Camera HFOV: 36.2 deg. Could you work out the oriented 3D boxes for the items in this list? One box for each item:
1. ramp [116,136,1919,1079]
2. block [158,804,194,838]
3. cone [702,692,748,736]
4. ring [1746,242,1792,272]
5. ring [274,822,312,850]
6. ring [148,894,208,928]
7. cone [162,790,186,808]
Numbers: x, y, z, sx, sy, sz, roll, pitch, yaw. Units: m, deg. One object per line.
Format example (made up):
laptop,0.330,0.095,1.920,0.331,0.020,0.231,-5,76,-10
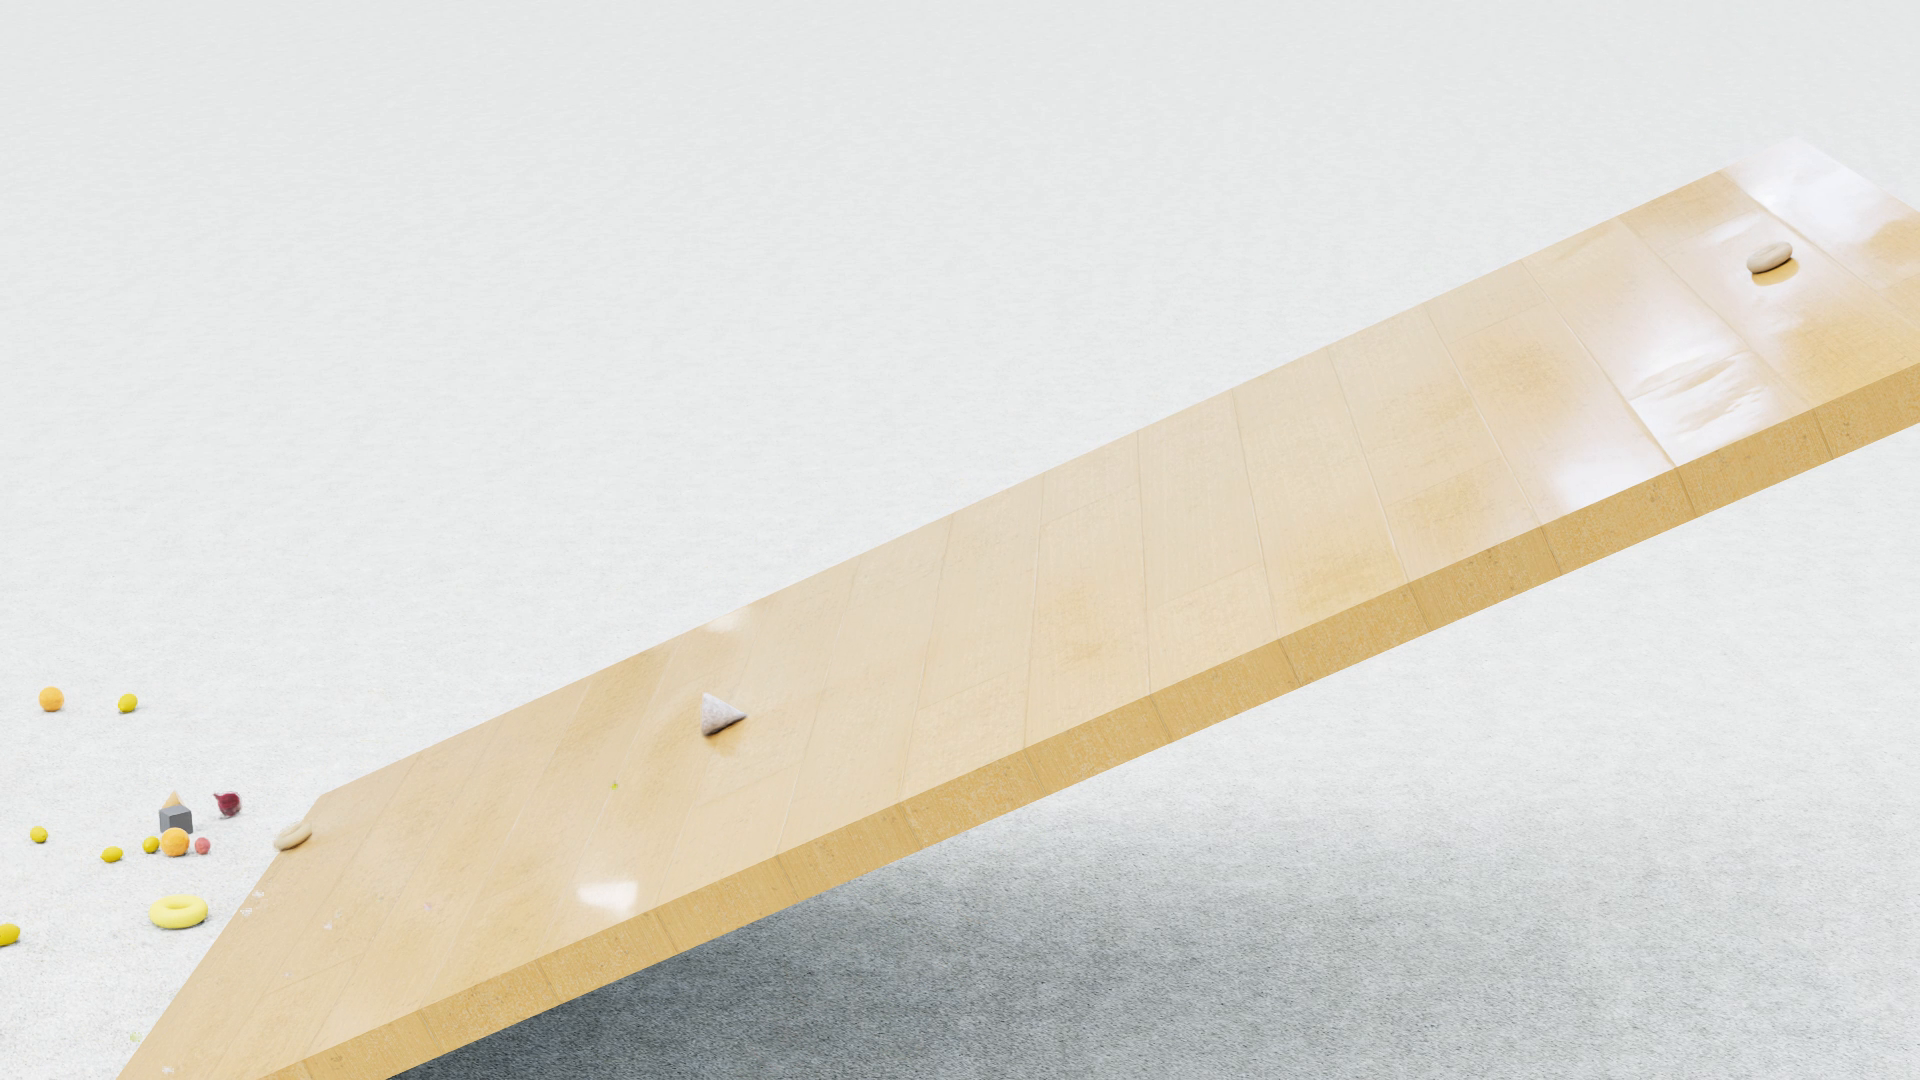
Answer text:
ramp,0.136,0.169,6.282,4.000,0.100,2.000,-24,13,9
block,-2.009,0.721,7.537,0.062,0.062,0.062,-13,20,-38
cone,-0.505,0.379,6.366,0.096,0.096,0.096,2,16,2
ring,1.651,-0.577,5.998,0.098,0.033,0.098,-28,11,6
ring,-1.630,0.725,7.185,0.099,0.033,0.099,-24,14,7
ring,-1.859,0.883,6.995,0.137,0.046,0.137,1,16,0
cone,-2.064,0.698,7.676,0.069,0.069,0.069,-31,22,-8
